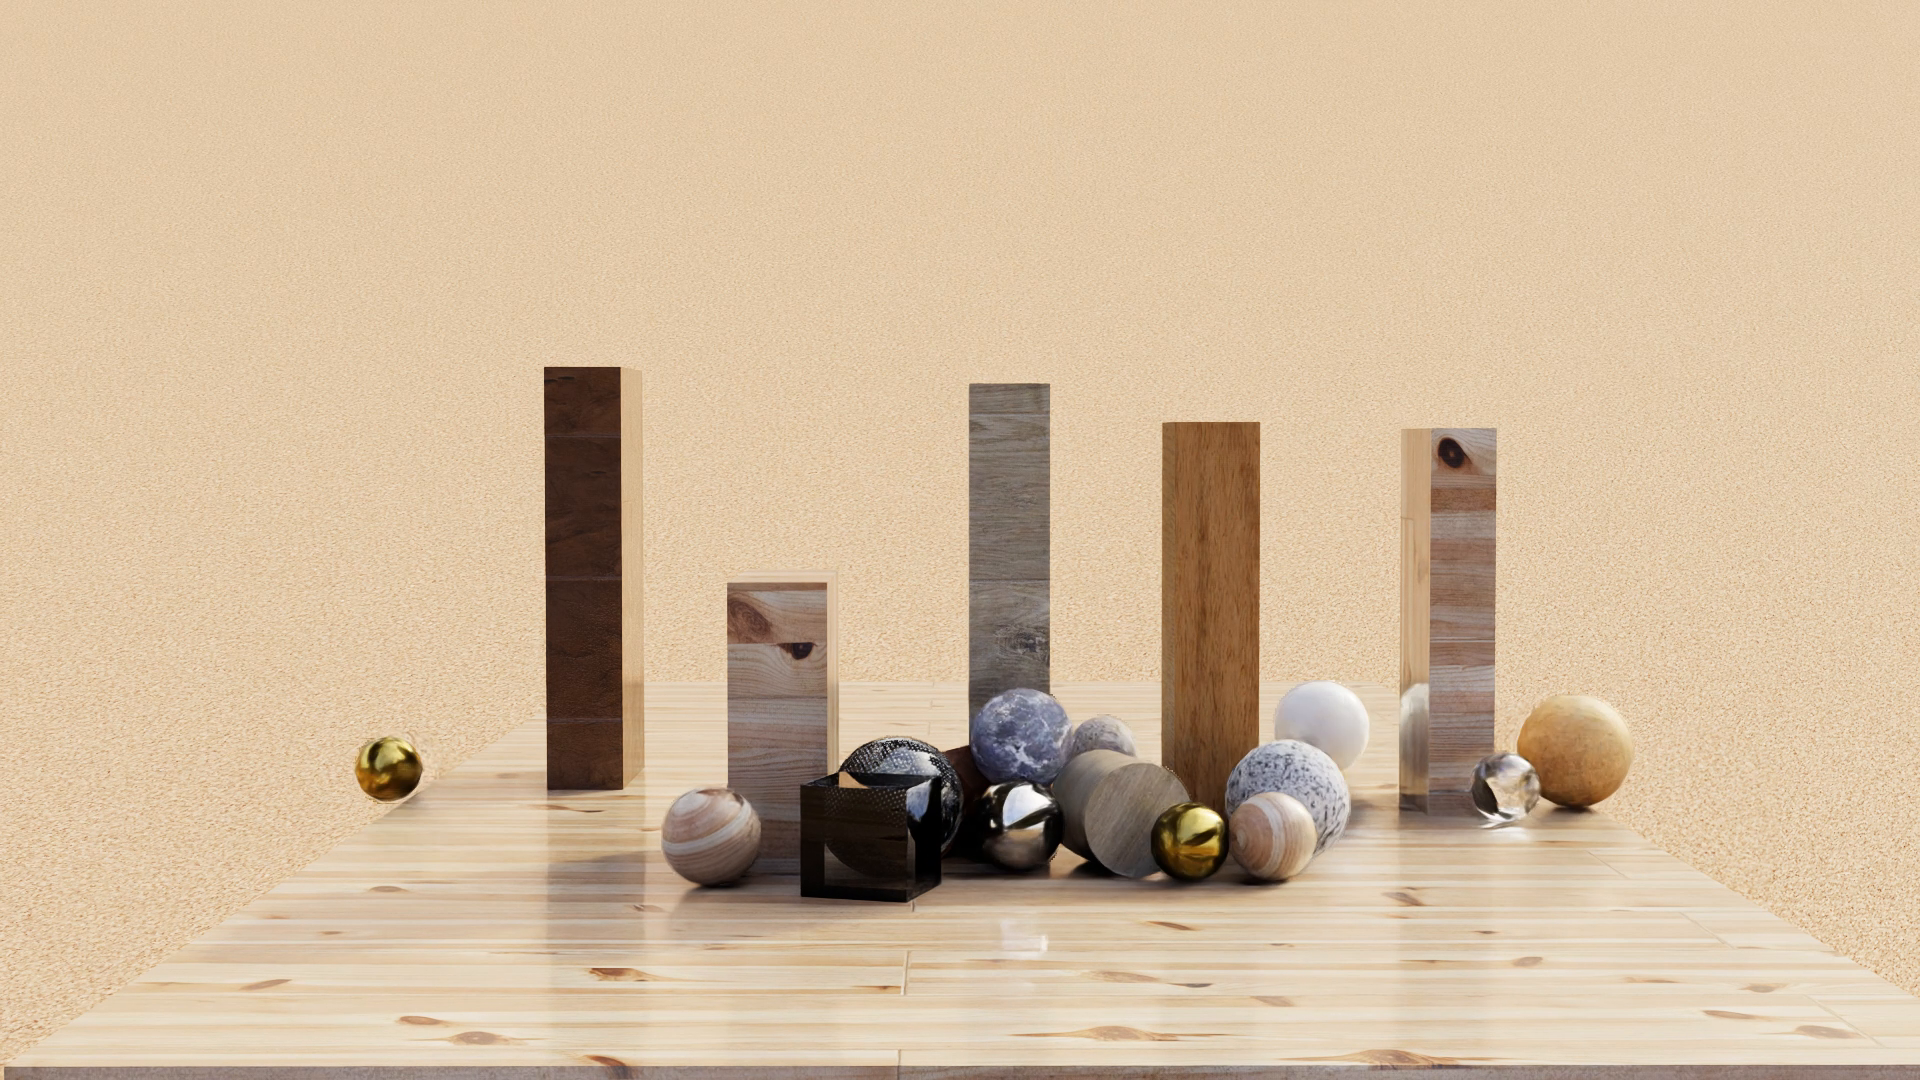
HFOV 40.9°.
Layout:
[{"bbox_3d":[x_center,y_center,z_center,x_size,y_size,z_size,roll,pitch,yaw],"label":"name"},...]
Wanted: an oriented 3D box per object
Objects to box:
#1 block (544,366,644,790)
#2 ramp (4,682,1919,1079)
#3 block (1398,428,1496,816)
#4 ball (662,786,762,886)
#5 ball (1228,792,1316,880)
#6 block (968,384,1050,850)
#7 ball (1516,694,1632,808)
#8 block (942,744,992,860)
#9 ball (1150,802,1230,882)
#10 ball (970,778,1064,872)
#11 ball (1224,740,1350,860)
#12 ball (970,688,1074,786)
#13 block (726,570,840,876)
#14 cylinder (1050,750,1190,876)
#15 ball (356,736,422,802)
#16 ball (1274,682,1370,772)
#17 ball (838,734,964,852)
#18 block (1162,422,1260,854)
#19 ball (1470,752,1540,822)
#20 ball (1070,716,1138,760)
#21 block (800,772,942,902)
[{"bbox_3d":[-0.661,0.062,4.673,0.135,0.743,0.312,0,2,0],"label":"block"},{"bbox_3d":[0.054,0.489,4.541,2.000,0.100,4.000,0,2,0],"label":"ramp"},{"bbox_3d":[0.818,0.129,4.334,0.107,0.634,0.281,0,2,0],"label":"block"},{"bbox_3d":[-0.343,0.409,3.563,0.138,0.138,0.138,0,23,0],"label":"ball"},{"bbox_3d":[0.436,0.414,3.599,0.123,0.123,0.123,0,23,0],"label":"ball"},{"bbox_3d":[0.074,0.108,4.053,0.121,0.700,0.381,0,2,0],"label":"block"},{"bbox_3d":[1.029,0.353,4.311,0.189,0.189,0.189,0,23,0],"label":"ball"},{"bbox_3d":[-0.005,0.387,3.819,0.113,0.113,0.113,49,20,16],"label":"block"},{"bbox_3d":[0.320,0.421,3.589,0.111,0.111,0.111,0,23,0],"label":"ball"},{"bbox_3d":[0.082,0.407,3.681,0.134,0.134,0.134,0,23,0],"label":"ball"},{"bbox_3d":[0.475,0.380,3.741,0.180,0.180,0.180,0,23,0],"label":"ball"},{"bbox_3d":[0.091,0.295,3.793,0.154,0.154,0.154,0,23,0],"label":"ball"},{"bbox_3d":[-0.257,0.260,3.806,0.141,0.416,0.363,0,2,0],"label":"block"},{"bbox_3d":[0.229,0.391,3.703,0.162,0.162,0.162,-7,4,-16],"label":"cylinder"},{"bbox_3d":[-1.016,0.407,4.578,0.116,0.116,0.116,0,23,0],"label":"ball"},{"bbox_3d":[0.661,0.345,4.708,0.174,0.174,0.174,0,23,0],"label":"ball"},{"bbox_3d":[-0.090,0.376,3.690,0.193,0.193,0.193,0,23,0],"label":"ball"},{"bbox_3d":[0.381,0.141,3.938,0.126,0.642,0.243,0,2,0],"label":"block"},{"bbox_3d":[0.878,0.398,4.148,0.113,0.113,0.113,0,23,0],"label":"ball"},{"bbox_3d":[0.256,0.375,4.593,0.122,0.122,0.122,0,23,0],"label":"ball"},{"bbox_3d":[-0.121,0.404,3.520,0.151,0.151,0.151,1,2,17],"label":"block"}]
